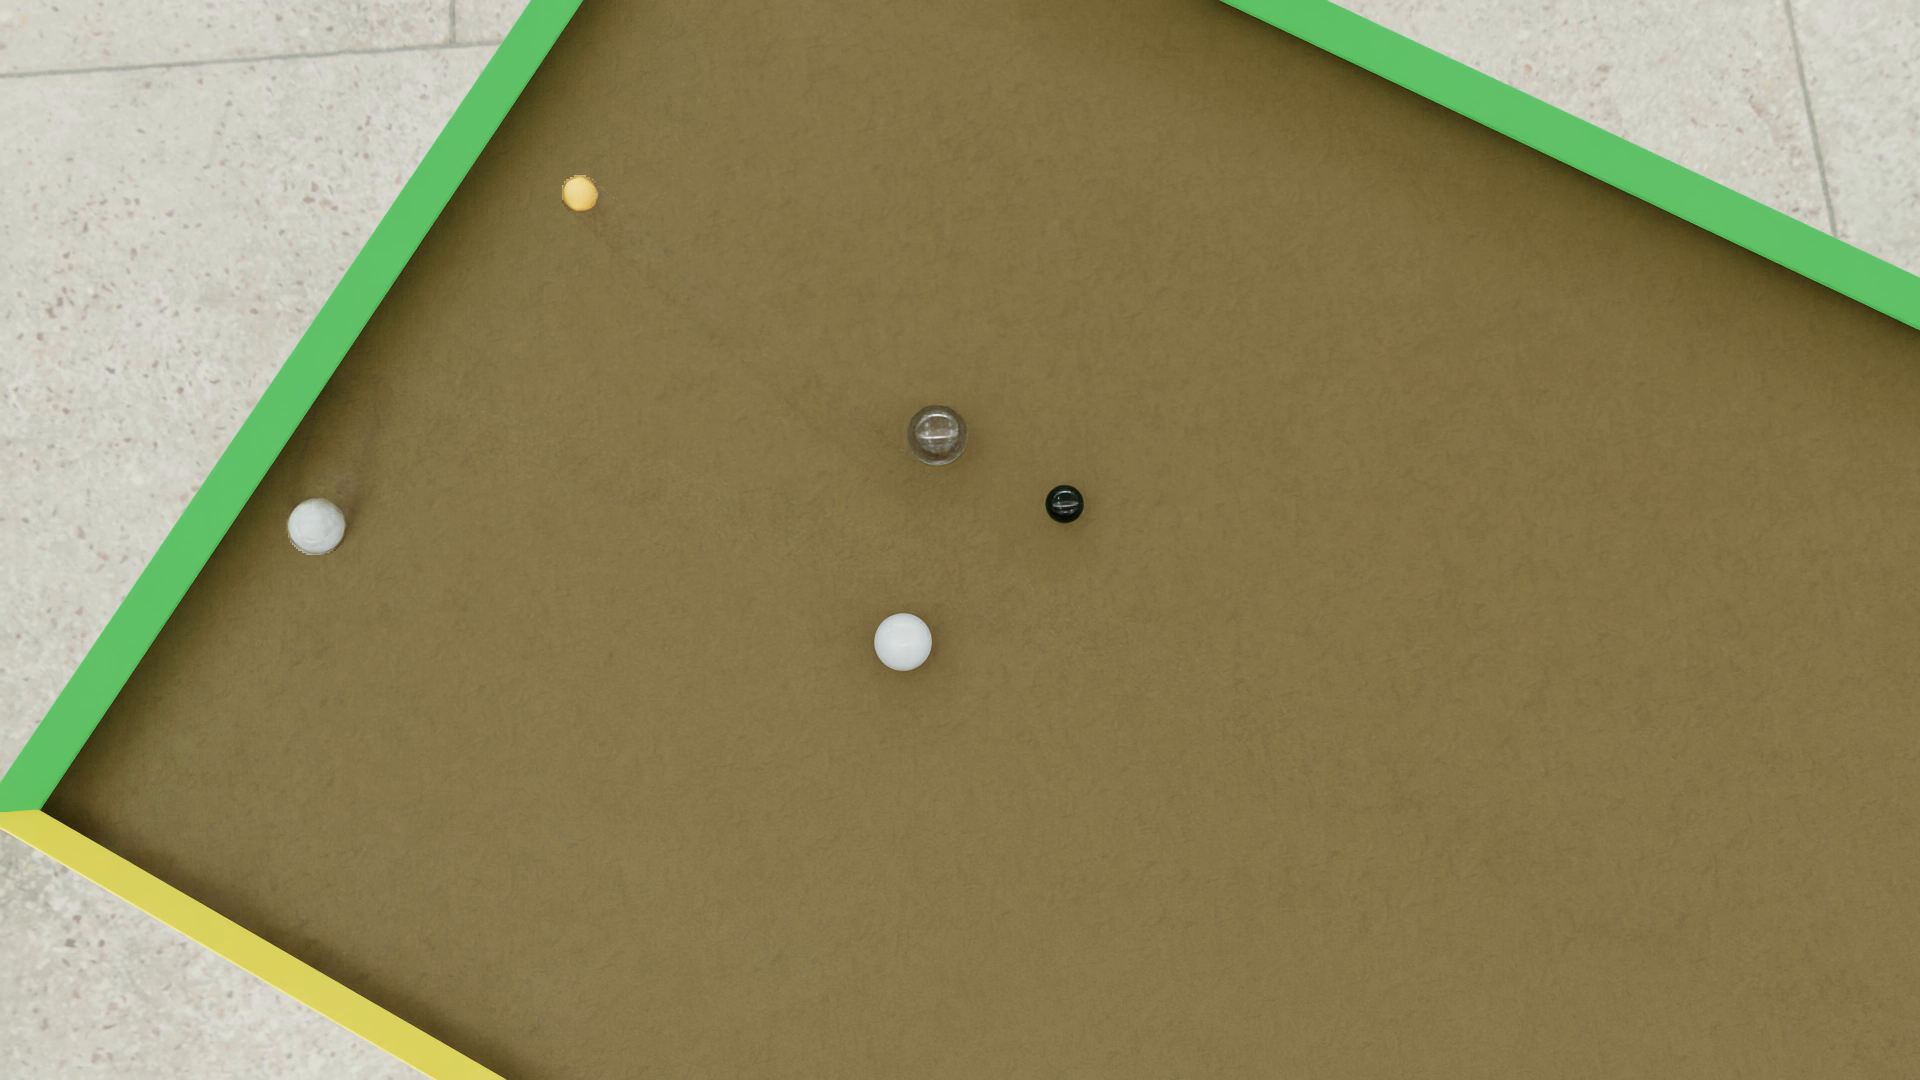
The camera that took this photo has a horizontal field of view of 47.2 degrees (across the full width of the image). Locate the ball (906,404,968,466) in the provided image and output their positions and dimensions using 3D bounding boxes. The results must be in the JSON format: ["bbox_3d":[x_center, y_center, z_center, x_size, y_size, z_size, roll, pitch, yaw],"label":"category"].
[{"bbox_3d":[-0.035,-0.163,3.418,0.096,0.096,0.096,0,73,0],"label":"ball"}]

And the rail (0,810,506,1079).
[{"bbox_3d":[0.413,1.338,2.943,4.135,0.124,0.045,27,75,8],"label":"rail"}]

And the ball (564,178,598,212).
[{"bbox_3d":[-0.615,-0.560,3.561,0.055,0.055,0.055,0,73,0],"label":"ball"}]

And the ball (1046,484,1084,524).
[{"bbox_3d":[0.162,-0.055,3.404,0.060,0.060,0.060,0,73,0],"label":"ball"}]

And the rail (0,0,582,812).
[{"bbox_3d":[-0.888,-0.468,3.496,0.045,0.124,2.126,27,75,8],"label":"rail"}]

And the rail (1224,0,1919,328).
[{"bbox_3d":[1.404,-0.409,3.478,4.135,0.124,0.045,27,75,8],"label":"rail"}]

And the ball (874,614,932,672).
[{"bbox_3d":[-0.086,0.154,3.325,0.088,0.088,0.088,0,73,0],"label":"ball"}]

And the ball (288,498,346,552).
[{"bbox_3d":[-0.989,-0.022,3.381,0.084,0.084,0.084,0,73,0],"label":"ball"}]
